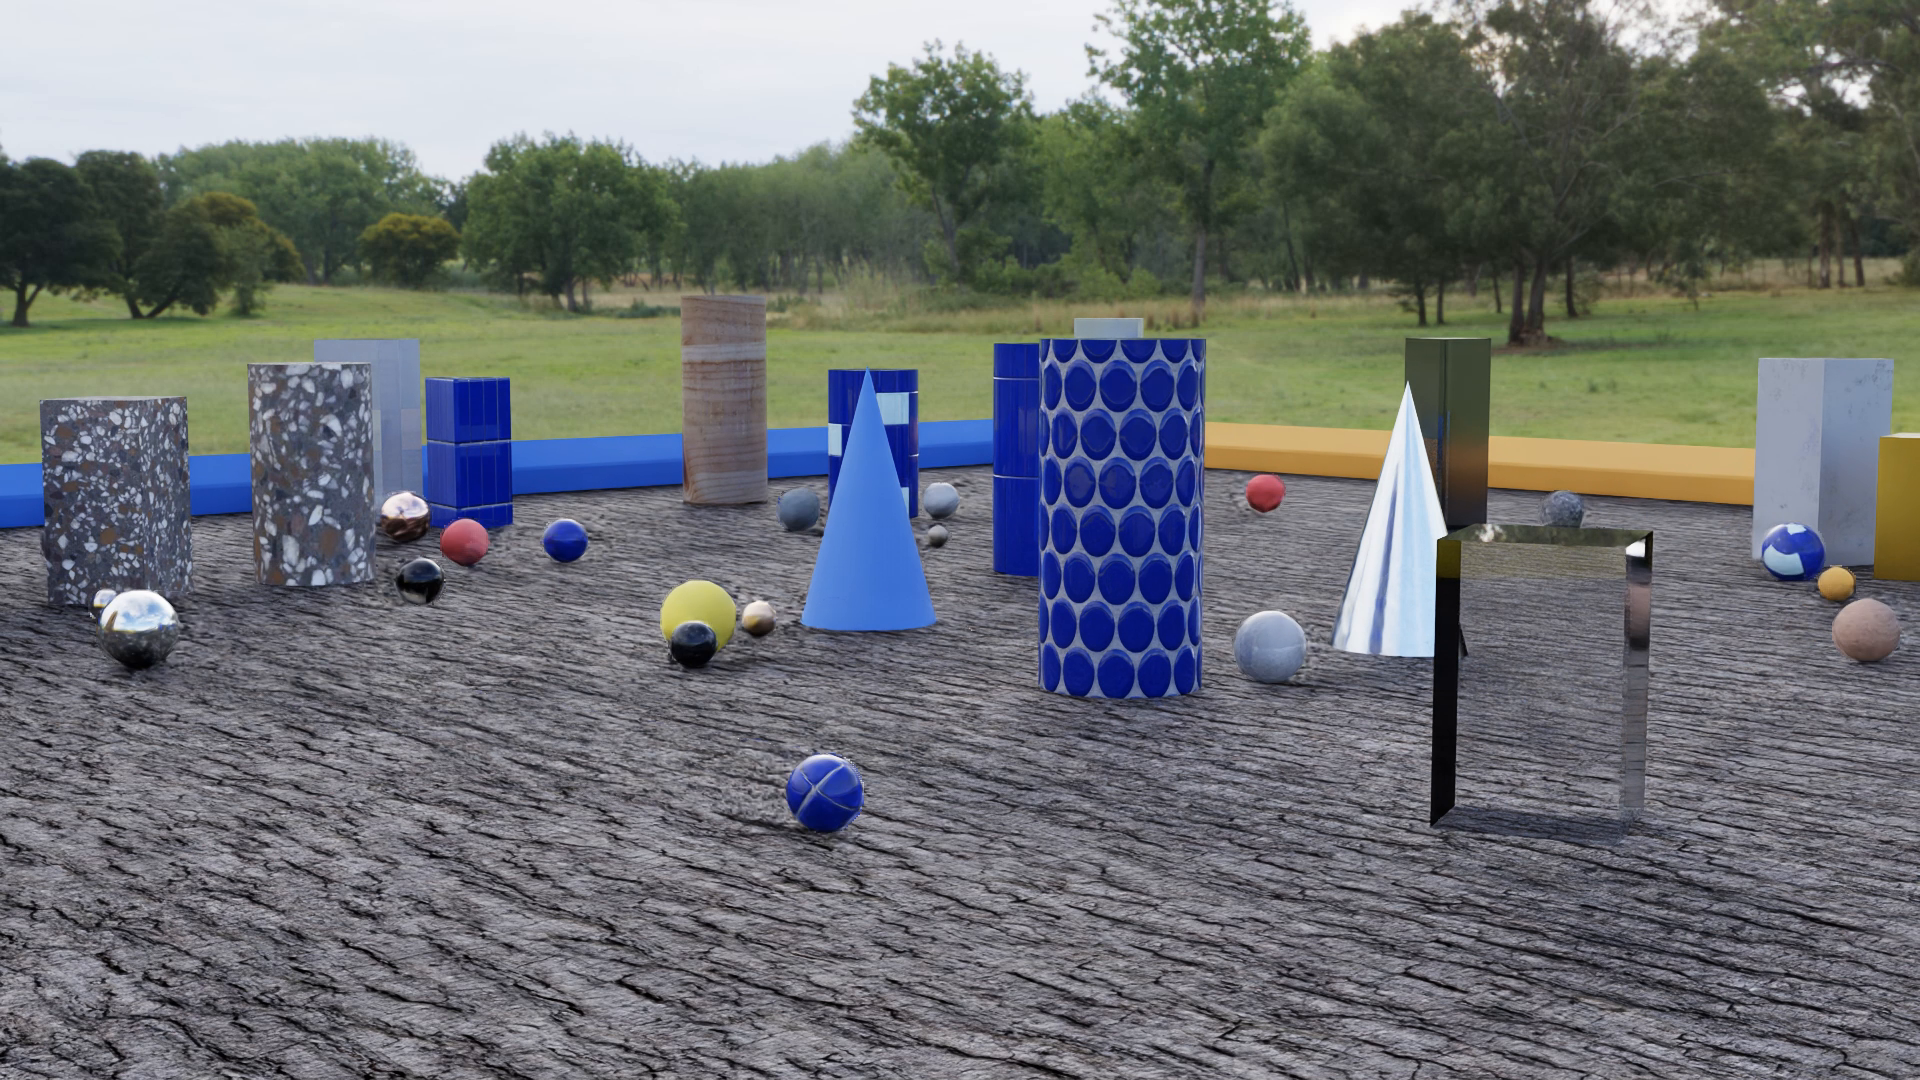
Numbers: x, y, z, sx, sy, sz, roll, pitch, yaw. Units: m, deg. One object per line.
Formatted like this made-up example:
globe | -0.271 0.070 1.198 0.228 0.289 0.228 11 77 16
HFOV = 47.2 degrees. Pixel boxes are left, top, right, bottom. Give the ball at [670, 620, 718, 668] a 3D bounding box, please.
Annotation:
ball | -0.333 0.129 2.745 0.059 0.059 0.059 0 6 0

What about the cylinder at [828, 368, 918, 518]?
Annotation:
cylinder | -0.187 -0.209 4.749 0.195 0.316 0.195 0 6 0

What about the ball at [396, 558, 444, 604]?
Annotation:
ball | -0.816 0.062 3.326 0.072 0.072 0.072 0 6 0

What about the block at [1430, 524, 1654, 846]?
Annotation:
block | 0.509 0.120 1.920 0.156 0.250 0.156 3 7 25

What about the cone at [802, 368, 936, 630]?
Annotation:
cone | -0.131 -0.066 3.137 0.195 0.367 0.195 0 6 0

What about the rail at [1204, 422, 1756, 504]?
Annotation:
rail | 1.809 -0.141 4.992 0.045 0.127 4.398 -5 8 -42

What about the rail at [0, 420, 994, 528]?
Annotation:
rail | -1.475 -0.133 4.922 4.970 0.127 0.045 -5 8 -42

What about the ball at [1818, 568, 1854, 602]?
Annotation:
ball | 1.342 0.068 3.367 0.052 0.052 0.052 0 6 0

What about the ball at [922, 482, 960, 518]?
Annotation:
ball | -0.042 -0.085 4.697 0.079 0.079 0.079 0 6 0

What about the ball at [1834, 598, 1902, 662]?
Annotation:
ball | 1.152 0.115 2.792 0.079 0.079 0.079 0 6 0

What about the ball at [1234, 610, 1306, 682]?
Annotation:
ball | 0.372 0.128 2.635 0.086 0.086 0.086 0 6 0

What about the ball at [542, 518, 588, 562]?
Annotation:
ball | -0.697 0.001 3.884 0.078 0.078 0.078 0 6 0

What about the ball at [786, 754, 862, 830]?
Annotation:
ball | -0.116 0.216 1.886 0.065 0.065 0.065 0 6 0

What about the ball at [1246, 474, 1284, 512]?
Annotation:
ball | 0.672 -0.103 4.852 0.083 0.083 0.083 0 6 0

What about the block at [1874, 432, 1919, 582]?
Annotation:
block | 1.627 -0.055 3.661 0.156 0.236 0.156 4 7 35

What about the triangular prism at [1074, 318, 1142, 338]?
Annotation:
triangular prism | 0.357 -0.269 4.794 0.169 0.426 0.147 4 7 35

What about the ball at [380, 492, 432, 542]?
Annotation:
ball | -1.064 -0.044 4.222 0.096 0.096 0.096 0 6 0

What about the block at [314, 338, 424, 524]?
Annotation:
block | -1.257 -0.236 4.681 0.156 0.382 0.156 2 6 18

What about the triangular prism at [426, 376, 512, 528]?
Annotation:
triangular prism | -0.994 -0.181 4.525 0.147 0.306 0.169 -4 7 -33

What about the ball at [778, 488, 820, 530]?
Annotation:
ball | -0.325 -0.062 4.441 0.086 0.086 0.086 0 6 0

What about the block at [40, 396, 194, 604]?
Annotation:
block | -1.300 -0.064 3.397 0.156 0.309 0.156 1 6 7

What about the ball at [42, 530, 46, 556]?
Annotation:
ball | -1.513 0.006 3.747 0.097 0.097 0.097 0 6 0

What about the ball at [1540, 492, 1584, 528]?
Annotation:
ball | 1.196 -0.054 4.373 0.085 0.085 0.085 0 6 0

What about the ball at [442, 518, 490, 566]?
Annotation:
ball | -0.865 0.004 3.844 0.081 0.081 0.081 0 6 0

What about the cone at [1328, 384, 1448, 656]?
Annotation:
cone | 0.589 -0.035 2.912 0.195 0.351 0.195 0 6 0

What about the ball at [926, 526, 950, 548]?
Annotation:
ball | -0.042 -0.006 4.125 0.042 0.042 0.042 0 6 0

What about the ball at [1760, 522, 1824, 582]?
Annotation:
ball | 1.368 0.019 3.614 0.098 0.098 0.098 0 6 0

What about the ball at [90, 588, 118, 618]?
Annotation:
ball | -1.226 0.093 3.160 0.046 0.046 0.046 0 6 0

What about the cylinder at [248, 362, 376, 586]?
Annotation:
cylinder | -1.071 -0.114 3.639 0.195 0.357 0.195 0 6 0

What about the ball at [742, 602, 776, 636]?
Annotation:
ball | -0.275 0.108 3.006 0.048 0.048 0.048 0 6 0

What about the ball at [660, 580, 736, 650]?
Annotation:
ball | -0.337 0.100 2.840 0.097 0.097 0.097 0 6 0

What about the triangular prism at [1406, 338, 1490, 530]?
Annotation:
triangular prism | 0.976 -0.221 4.526 0.169 0.386 0.147 -6 8 -43

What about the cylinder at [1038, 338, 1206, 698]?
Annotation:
cylinder | 0.191 -0.032 2.602 0.195 0.410 0.195 0 6 0

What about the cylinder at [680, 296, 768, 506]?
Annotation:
cylinder | -0.542 -0.323 5.063 0.195 0.477 0.195 0 6 0

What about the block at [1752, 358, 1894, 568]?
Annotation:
block | 1.523 -0.141 3.887 0.156 0.359 0.156 -3 6 -23

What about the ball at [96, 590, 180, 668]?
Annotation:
ball | -1.026 0.110 2.747 0.097 0.097 0.097 0 6 0

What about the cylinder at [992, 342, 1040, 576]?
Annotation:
cylinder | 0.154 -0.141 3.756 0.195 0.387 0.195 0 6 0
